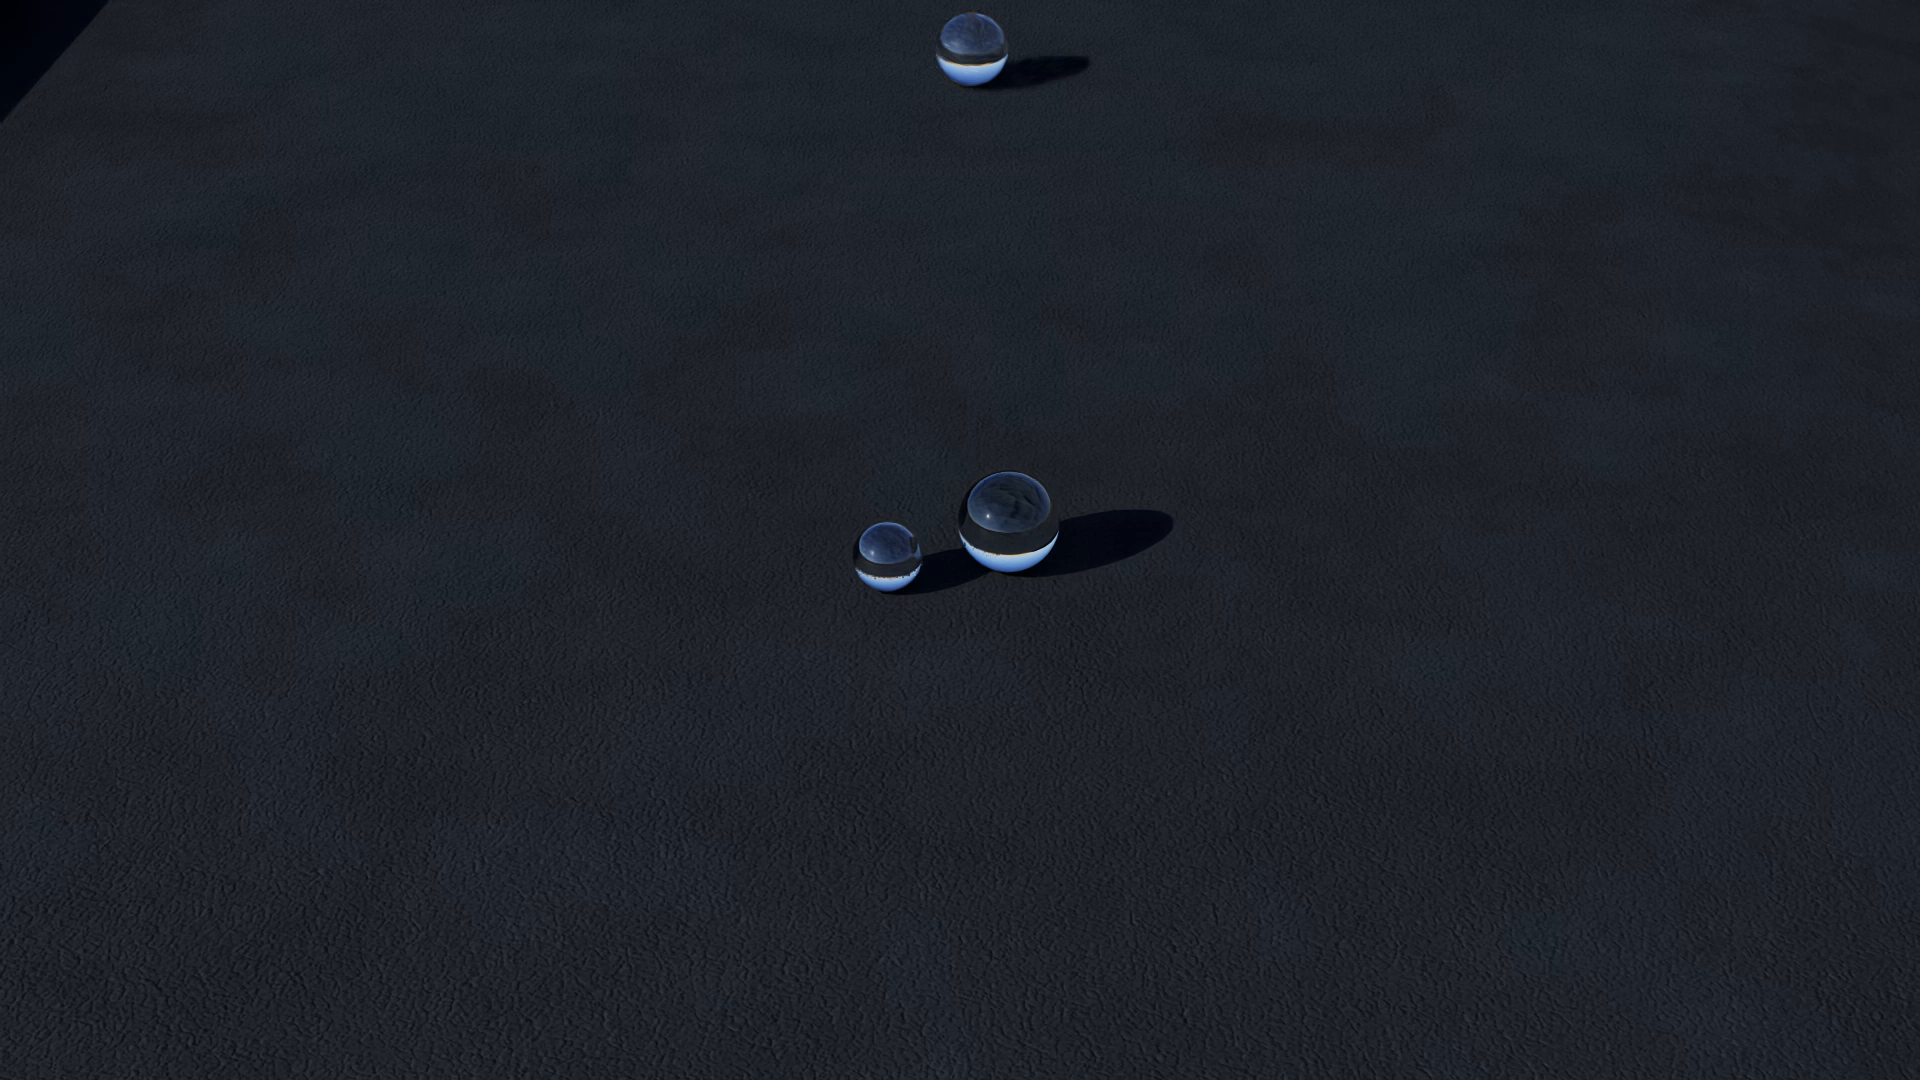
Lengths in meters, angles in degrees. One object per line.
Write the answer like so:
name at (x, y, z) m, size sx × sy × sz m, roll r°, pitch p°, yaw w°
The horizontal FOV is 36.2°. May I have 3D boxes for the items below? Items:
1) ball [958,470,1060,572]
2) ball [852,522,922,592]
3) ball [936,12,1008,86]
ball at (0.029, -0.011, 1.779) m, size 0.062 × 0.062 × 0.062 m, roll 0°, pitch 28°, yaw 0°
ball at (-0.044, 0.010, 1.761) m, size 0.042 × 0.042 × 0.042 m, roll 0°, pitch 28°, yaw 0°
ball at (0.010, -0.424, 2.542) m, size 0.063 × 0.063 × 0.063 m, roll 0°, pitch 28°, yaw 0°
